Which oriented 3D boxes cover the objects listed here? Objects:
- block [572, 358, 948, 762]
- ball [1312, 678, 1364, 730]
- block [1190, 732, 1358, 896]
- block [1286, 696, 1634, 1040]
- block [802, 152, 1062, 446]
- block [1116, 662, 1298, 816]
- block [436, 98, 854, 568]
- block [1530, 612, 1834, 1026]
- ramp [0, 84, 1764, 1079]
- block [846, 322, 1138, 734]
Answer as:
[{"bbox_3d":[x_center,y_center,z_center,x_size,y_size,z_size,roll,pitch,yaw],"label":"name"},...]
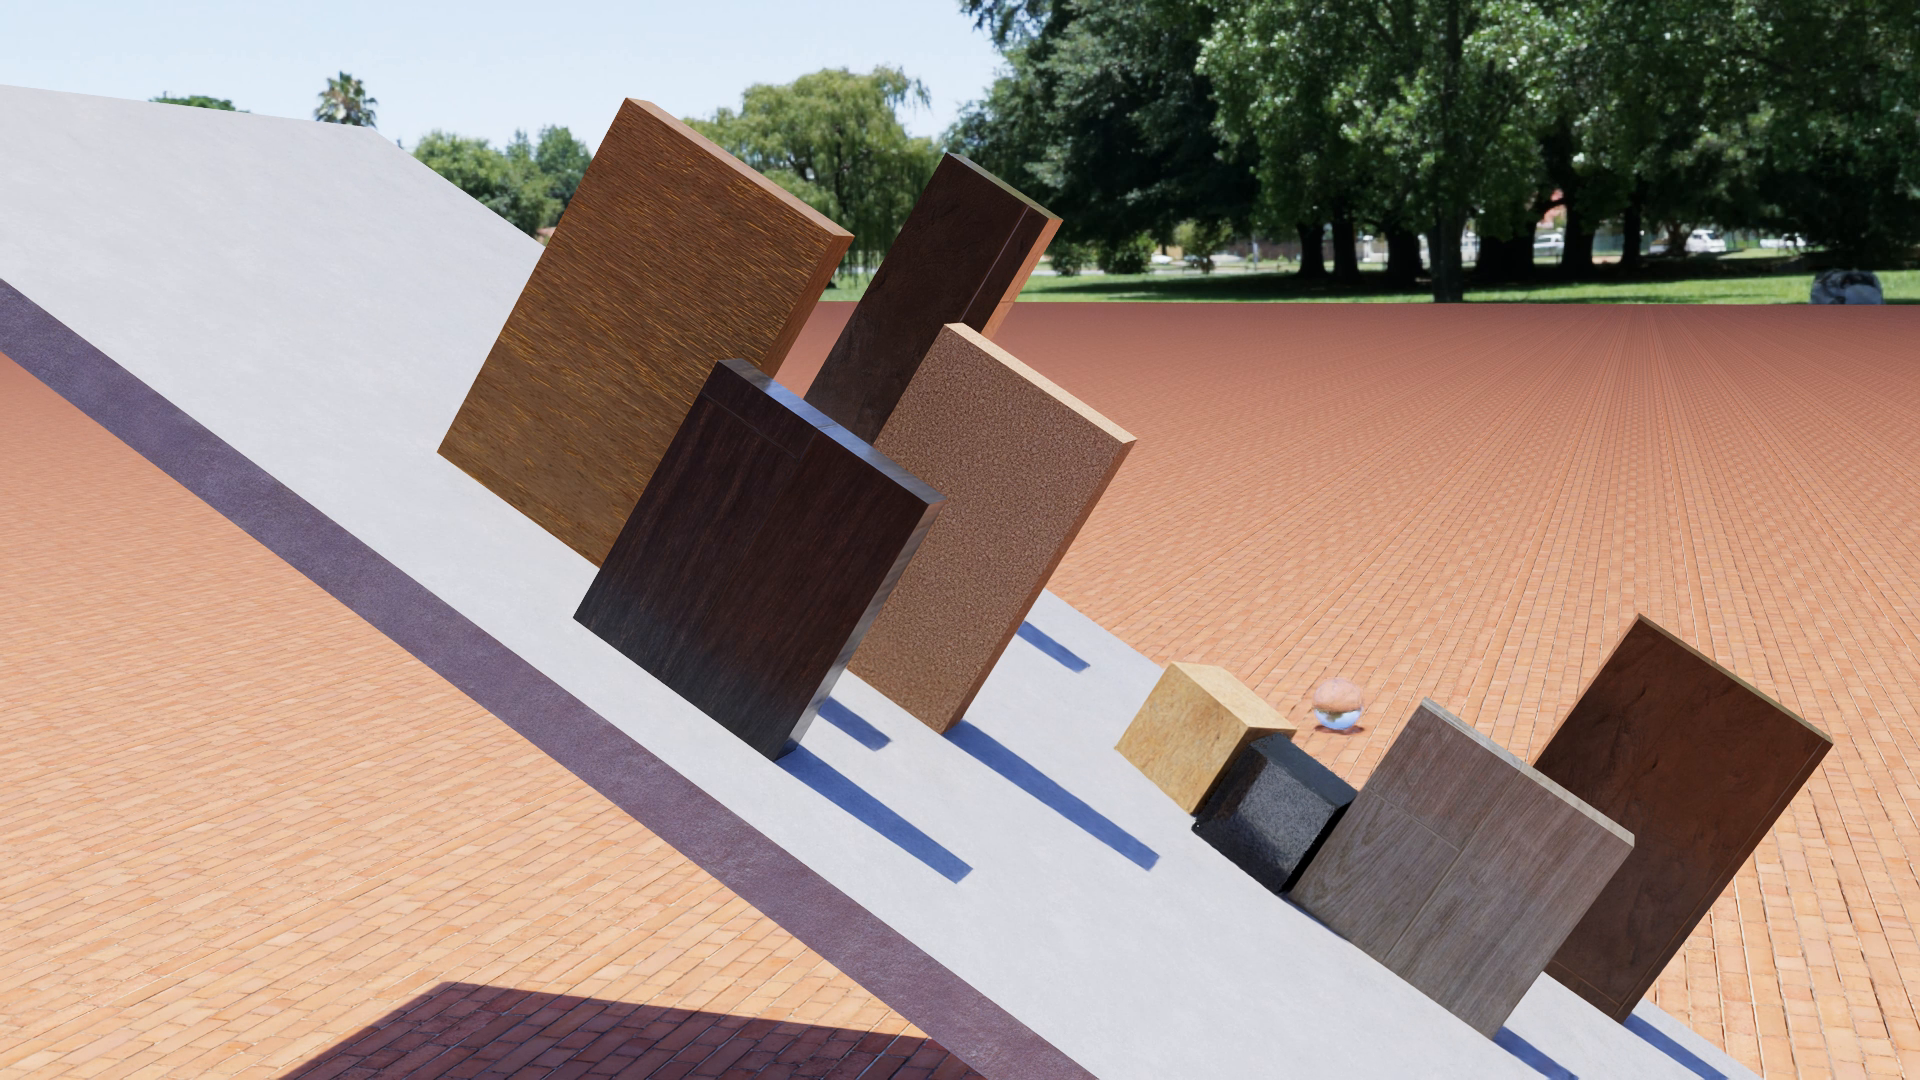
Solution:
[{"bbox_3d":[-0.311,0.029,3.373,0.393,0.475,0.093,34,15,11],"label":"block"},{"bbox_3d":[1.540,0.670,8.961,0.207,0.207,0.207,0,7,0],"label":"ball"},{"bbox_3d":[0.599,0.513,4.148,0.201,0.201,0.201,37,16,19],"label":"block"},{"bbox_3d":[0.909,0.597,4.014,0.442,0.445,0.090,34,15,11],"label":"block"},{"bbox_3d":[-0.102,-0.410,4.623,0.258,0.772,0.115,34,15,11],"label":"block"},{"bbox_3d":[0.482,0.389,4.301,0.210,0.210,0.210,41,17,31],"label":"block"},{"bbox_3d":[-0.530,-0.321,3.652,0.423,0.689,0.096,34,15,11],"label":"block"},{"bbox_3d":[1.364,0.569,4.478,0.441,0.715,0.085,34,15,11],"label":"block"},{"bbox_3d":[-0.150,0.248,4.111,4.000,0.100,2.000,34,15,11],"label":"ramp"},{"bbox_3d":[-0.015,-0.020,3.851,0.372,0.611,0.109,34,15,11],"label":"block"}]
